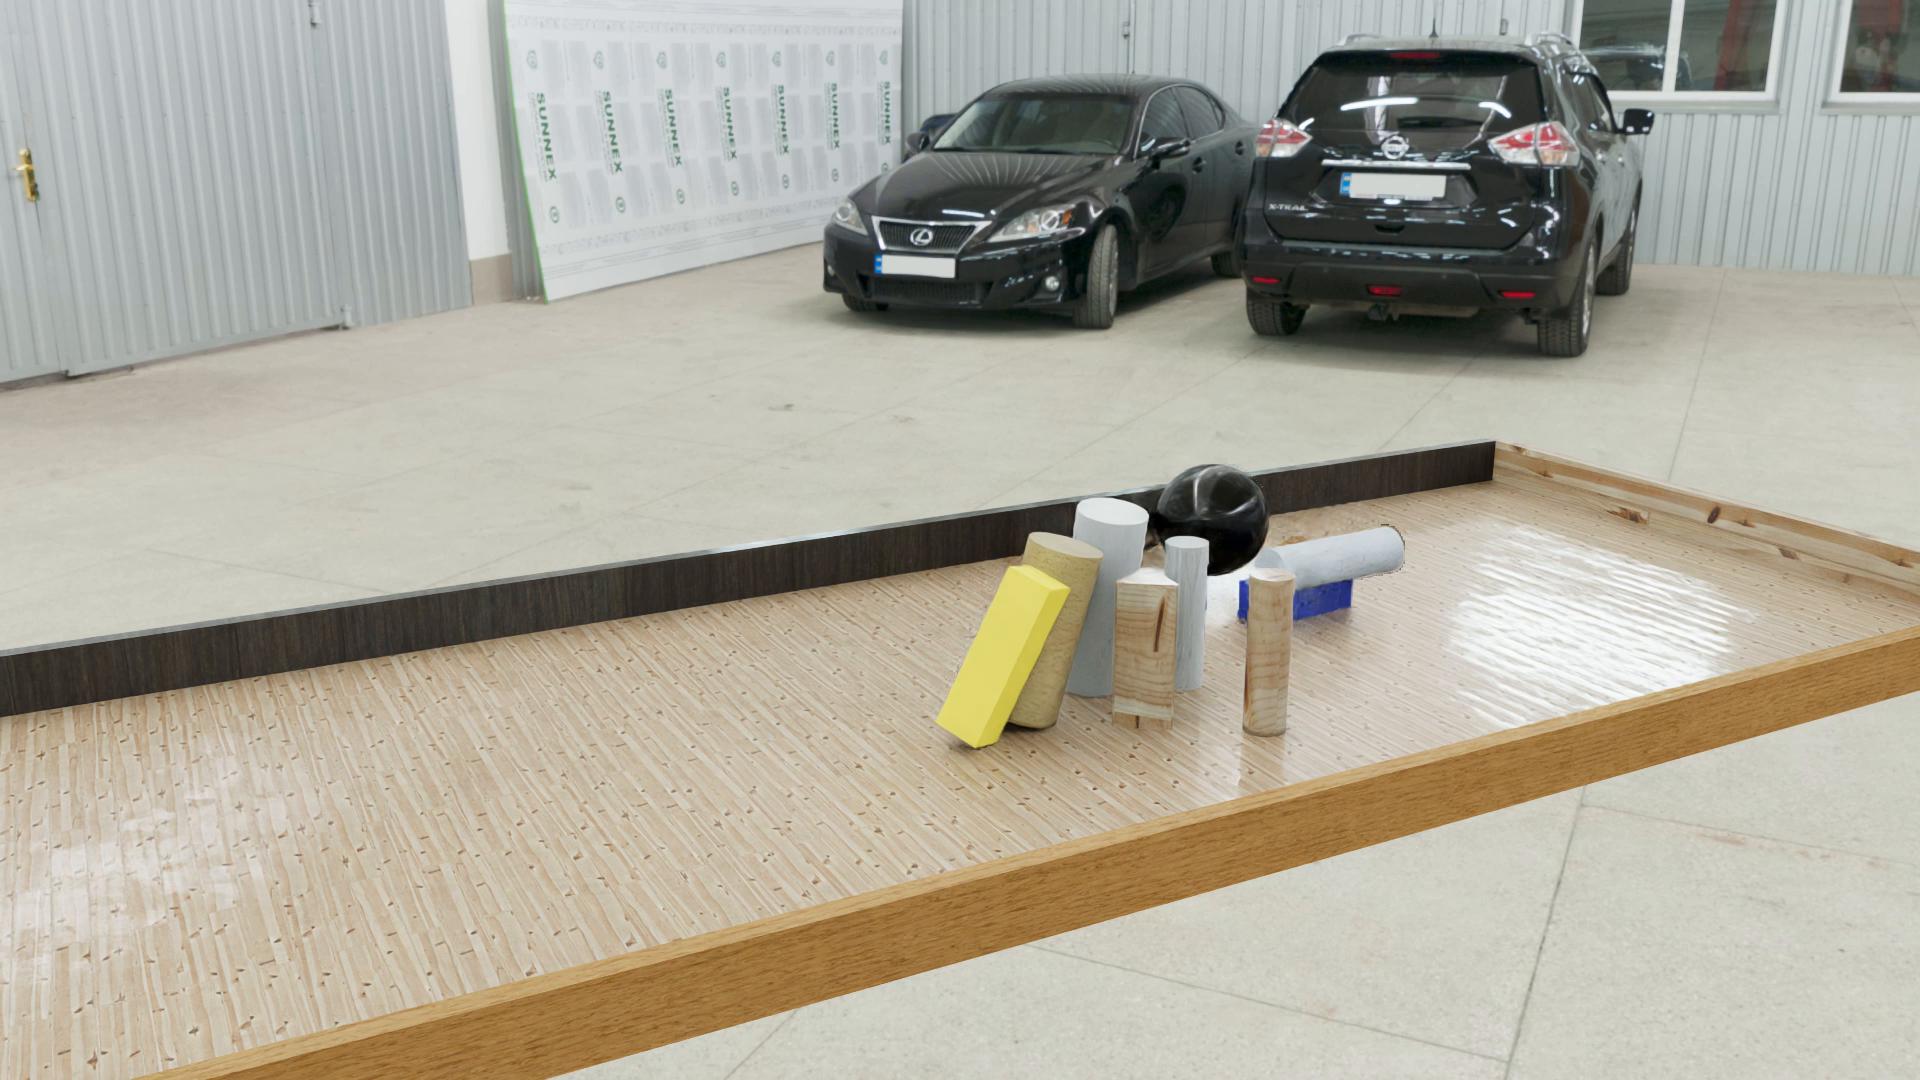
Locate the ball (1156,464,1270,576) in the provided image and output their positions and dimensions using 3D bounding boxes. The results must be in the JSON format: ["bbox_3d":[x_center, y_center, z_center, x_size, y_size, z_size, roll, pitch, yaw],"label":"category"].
[{"bbox_3d":[0.742,-0.059,4.857,0.333,0.333,0.333,0,16,0],"label":"ball"}]

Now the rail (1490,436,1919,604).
[{"bbox_3d":[2.466,-0.048,5.253,0.050,0.150,2.100,-9,18,-27],"label":"rail"}]

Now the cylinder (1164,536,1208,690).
[{"bbox_3d":[0.556,0.181,4.086,0.106,0.368,0.106,0,16,0],"label":"cylinder"}]

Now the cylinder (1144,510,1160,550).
[{"bbox_3d":[0.514,-0.030,5.083,0.127,0.127,0.348,7,3,23],"label":"cylinder"}]

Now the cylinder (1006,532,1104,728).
[{"bbox_3d":[0.192,0.209,3.843,0.178,0.420,0.178,14,14,-3],"label":"cylinder"}]

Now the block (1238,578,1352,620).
[{"bbox_3d":[0.945,0.152,4.643,0.333,0.107,0.107,-10,19,-32],"label":"block"}]

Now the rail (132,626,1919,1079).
[{"bbox_3d":[-2.336,1.006,1.665,12.000,0.150,0.050,-9,18,-27],"label":"rail"}]

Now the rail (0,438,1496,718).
[{"bbox_3d":[-3.305,0.497,3.399,12.000,0.150,0.050,-9,18,-27],"label":"rail"}]

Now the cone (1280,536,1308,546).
[{"bbox_3d":[1.024,0.038,5.105,0.137,0.137,0.370,2,6,5],"label":"cone"}]

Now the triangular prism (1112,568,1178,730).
[{"bbox_3d":[0.436,0.253,3.865,0.139,0.355,0.121,3,17,9],"label":"triangular prism"}]

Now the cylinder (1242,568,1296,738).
[{"bbox_3d":[0.710,0.260,3.801,0.101,0.378,0.101,0,16,0],"label":"cylinder"}]

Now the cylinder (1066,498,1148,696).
[{"bbox_3d":[0.341,0.141,4.031,0.174,0.456,0.174,6,22,-2],"label":"cylinder"}]

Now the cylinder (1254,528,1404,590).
[{"bbox_3d":[1.027,0.056,4.573,0.444,0.127,0.127,-9,19,-31],"label":"cylinder"}]

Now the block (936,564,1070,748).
[{"bbox_3d":[0.096,0.260,3.709,0.112,0.400,0.112,30,13,23],"label":"block"}]
